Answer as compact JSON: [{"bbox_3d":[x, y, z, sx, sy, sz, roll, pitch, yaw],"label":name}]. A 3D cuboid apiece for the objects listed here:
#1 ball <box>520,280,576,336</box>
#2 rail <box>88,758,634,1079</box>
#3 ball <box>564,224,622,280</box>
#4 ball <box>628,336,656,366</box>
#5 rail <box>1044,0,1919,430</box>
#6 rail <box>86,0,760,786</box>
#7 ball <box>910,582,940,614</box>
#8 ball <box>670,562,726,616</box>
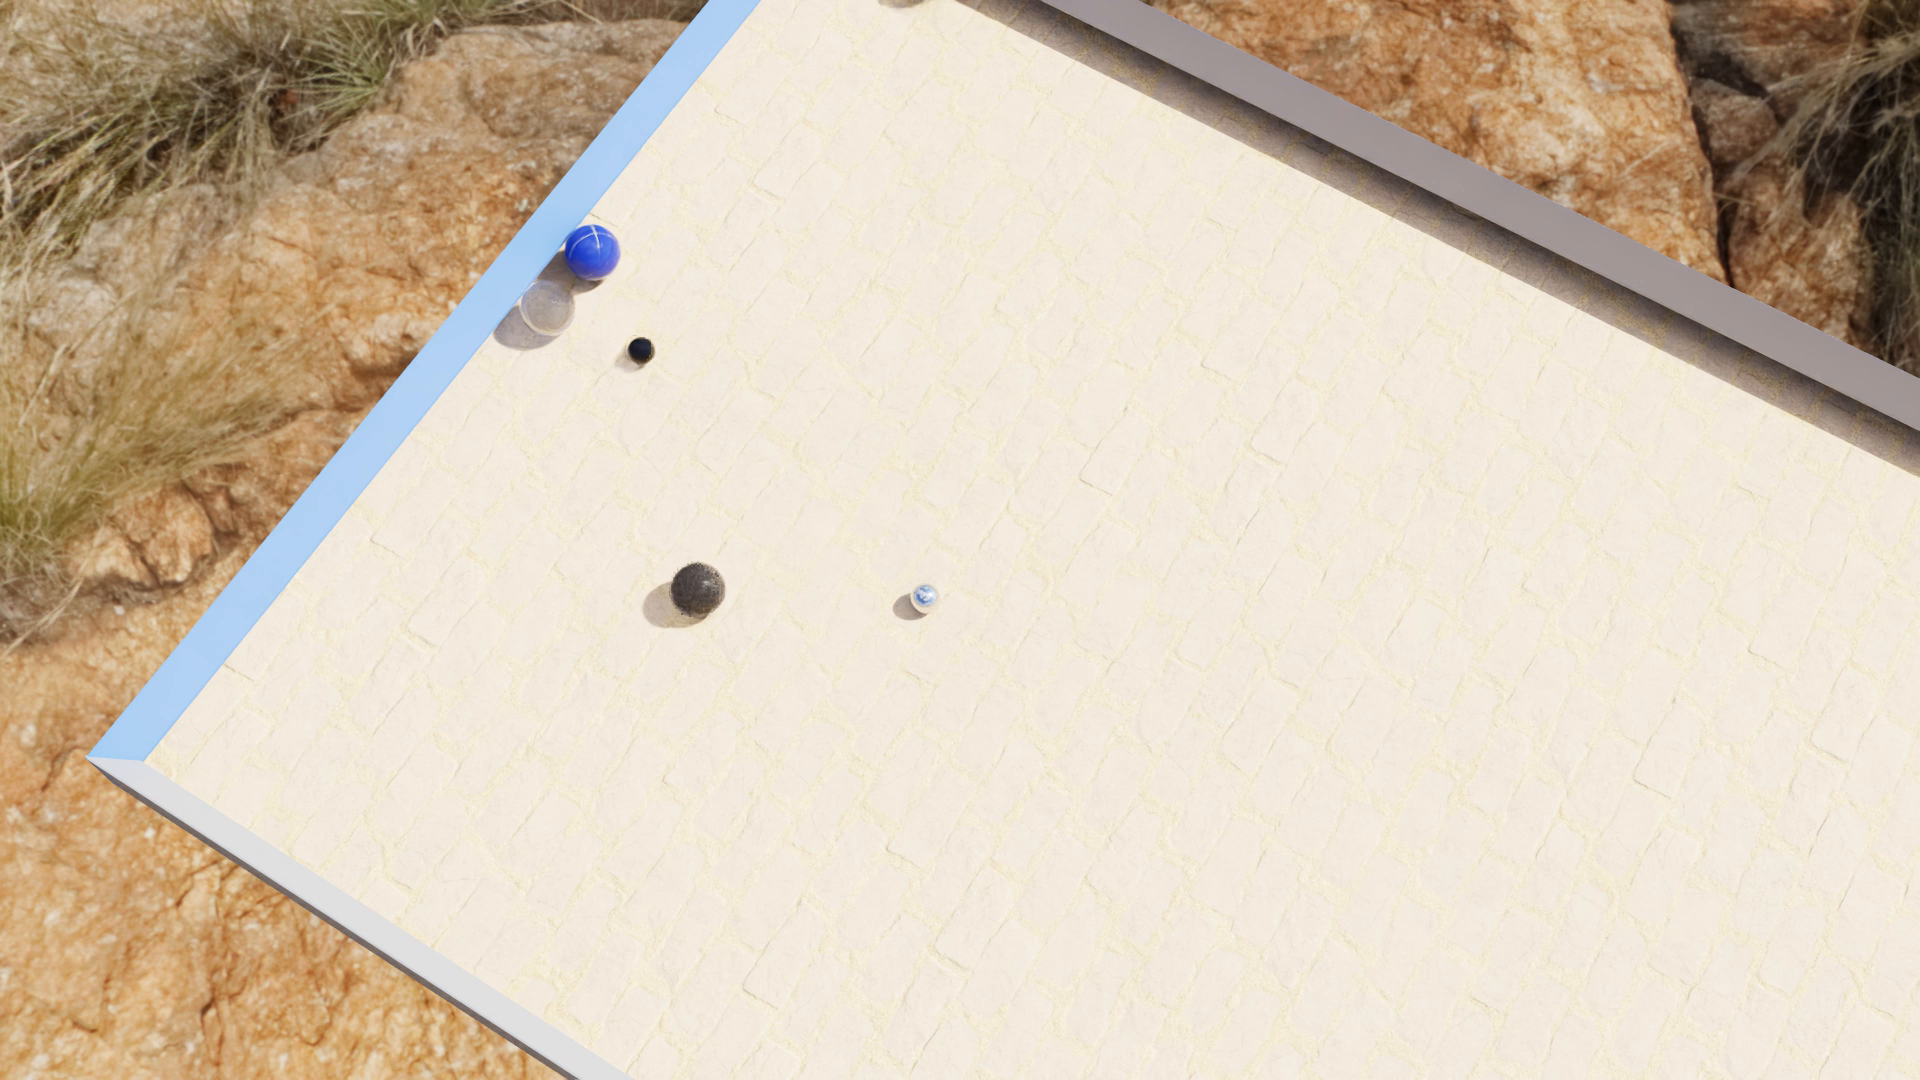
[{"bbox_3d":[-0.699,-0.393,3.732,0.094,0.094,0.094,0,65,0],"label":"ball"},{"bbox_3d":[0.249,1.203,2.975,3.649,0.126,0.045,29,68,13],"label":"rail"},{"bbox_3d":[-0.630,-0.494,3.778,0.097,0.097,0.097,0,65,0],"label":"ball"},{"bbox_3d":[-0.539,-0.320,3.724,0.048,0.048,0.048,0,65,0],"label":"ball"},{"bbox_3d":[1.306,-0.358,3.697,3.649,0.126,0.045,29,68,13],"label":"rail"},{"bbox_3d":[-0.757,-0.433,3.732,0.045,0.126,2.065,29,68,13],"label":"rail"},{"bbox_3d":[-0.056,0.093,3.532,0.049,0.049,0.049,0,65,0],"label":"ball"},{"bbox_3d":[-0.418,0.079,3.517,0.088,0.088,0.088,0,65,0],"label":"ball"}]
